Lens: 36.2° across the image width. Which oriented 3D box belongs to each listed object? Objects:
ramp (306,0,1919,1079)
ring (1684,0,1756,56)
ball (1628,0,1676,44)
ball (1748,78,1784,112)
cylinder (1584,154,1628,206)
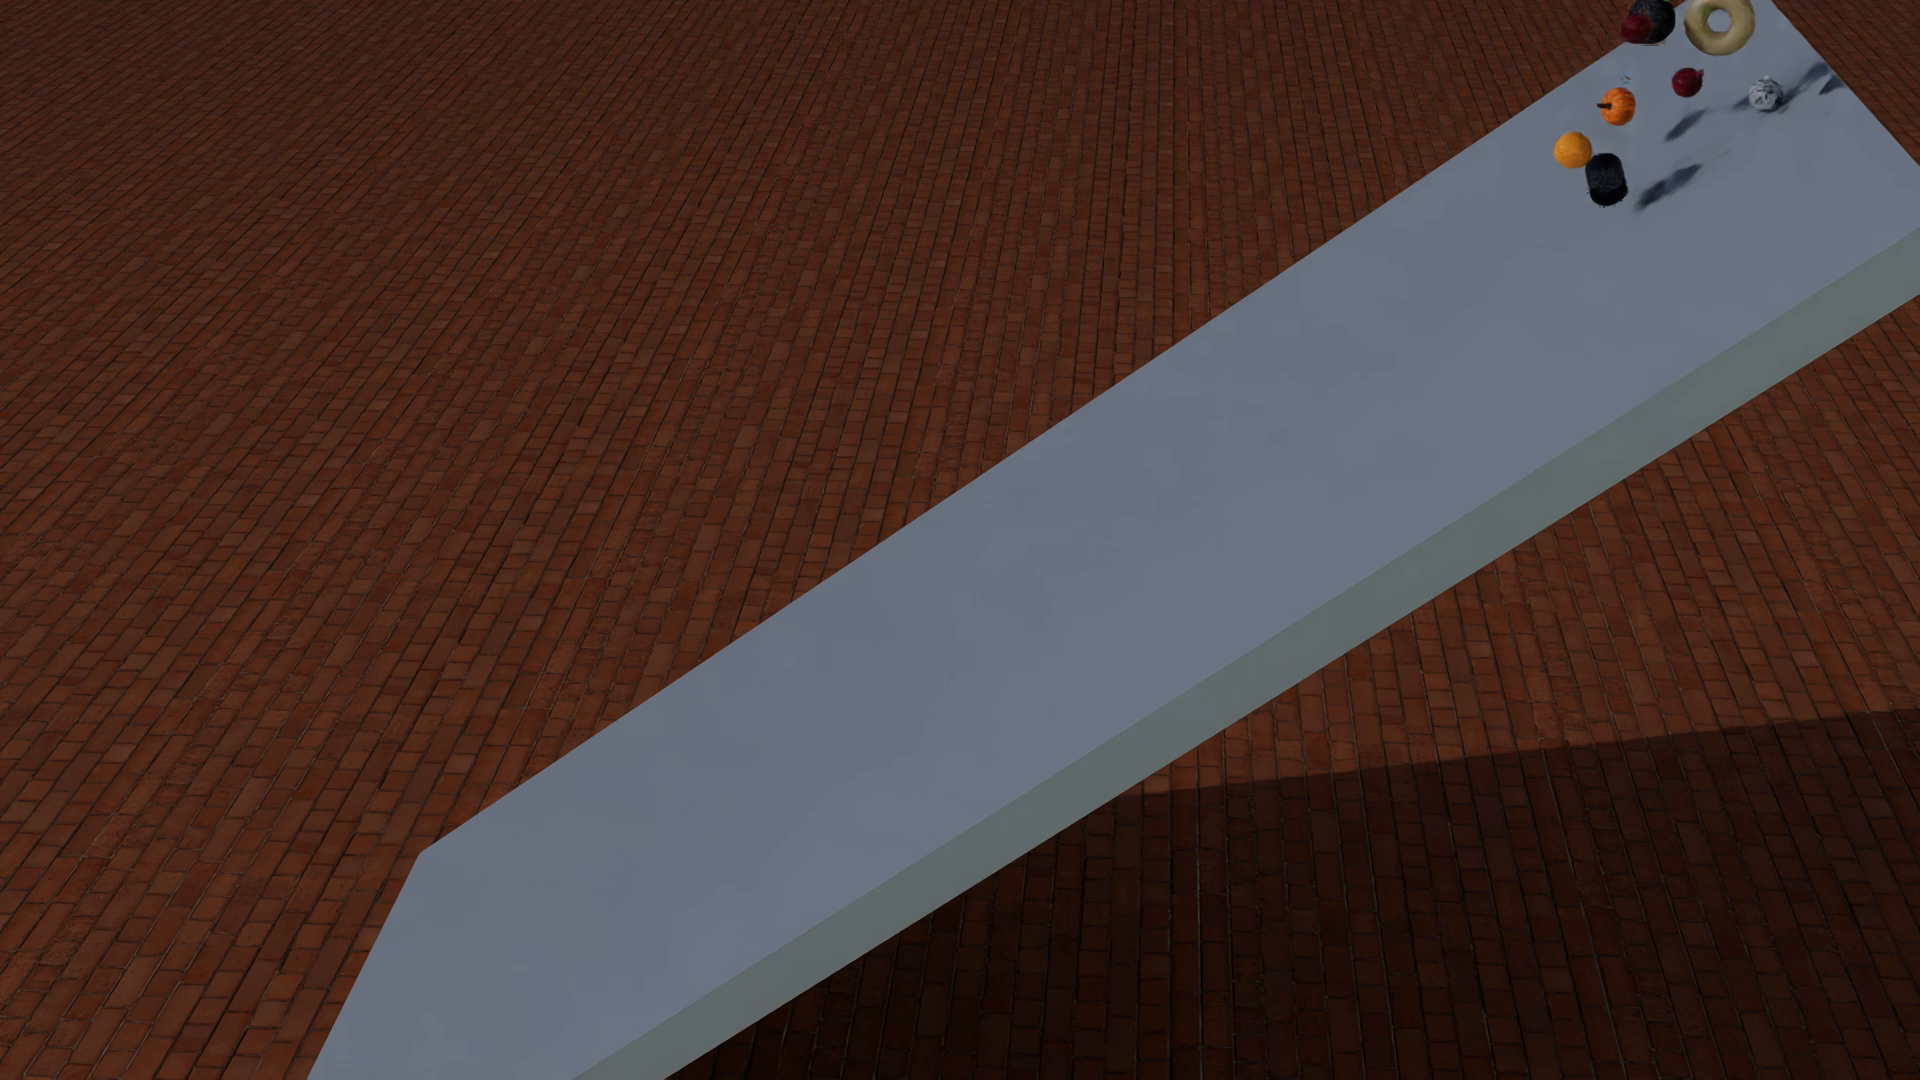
[{"bbox_3d":[0.131,0.177,6.317,4.000,0.100,2.000,-34,16,16],"label":"ramp"},{"bbox_3d":[1.415,-0.966,5.478,0.130,0.130,0.043,9,22,22],"label":"ring"},{"bbox_3d":[1.313,-0.988,5.586,0.090,0.090,0.090,0,22,0],"label":"ball"},{"bbox_3d":[1.573,-0.867,5.742,0.065,0.065,0.065,0,22,0],"label":"ball"},{"bbox_3d":[1.262,-0.704,5.744,0.072,0.072,0.072,0,49,0],"label":"cylinder"}]
